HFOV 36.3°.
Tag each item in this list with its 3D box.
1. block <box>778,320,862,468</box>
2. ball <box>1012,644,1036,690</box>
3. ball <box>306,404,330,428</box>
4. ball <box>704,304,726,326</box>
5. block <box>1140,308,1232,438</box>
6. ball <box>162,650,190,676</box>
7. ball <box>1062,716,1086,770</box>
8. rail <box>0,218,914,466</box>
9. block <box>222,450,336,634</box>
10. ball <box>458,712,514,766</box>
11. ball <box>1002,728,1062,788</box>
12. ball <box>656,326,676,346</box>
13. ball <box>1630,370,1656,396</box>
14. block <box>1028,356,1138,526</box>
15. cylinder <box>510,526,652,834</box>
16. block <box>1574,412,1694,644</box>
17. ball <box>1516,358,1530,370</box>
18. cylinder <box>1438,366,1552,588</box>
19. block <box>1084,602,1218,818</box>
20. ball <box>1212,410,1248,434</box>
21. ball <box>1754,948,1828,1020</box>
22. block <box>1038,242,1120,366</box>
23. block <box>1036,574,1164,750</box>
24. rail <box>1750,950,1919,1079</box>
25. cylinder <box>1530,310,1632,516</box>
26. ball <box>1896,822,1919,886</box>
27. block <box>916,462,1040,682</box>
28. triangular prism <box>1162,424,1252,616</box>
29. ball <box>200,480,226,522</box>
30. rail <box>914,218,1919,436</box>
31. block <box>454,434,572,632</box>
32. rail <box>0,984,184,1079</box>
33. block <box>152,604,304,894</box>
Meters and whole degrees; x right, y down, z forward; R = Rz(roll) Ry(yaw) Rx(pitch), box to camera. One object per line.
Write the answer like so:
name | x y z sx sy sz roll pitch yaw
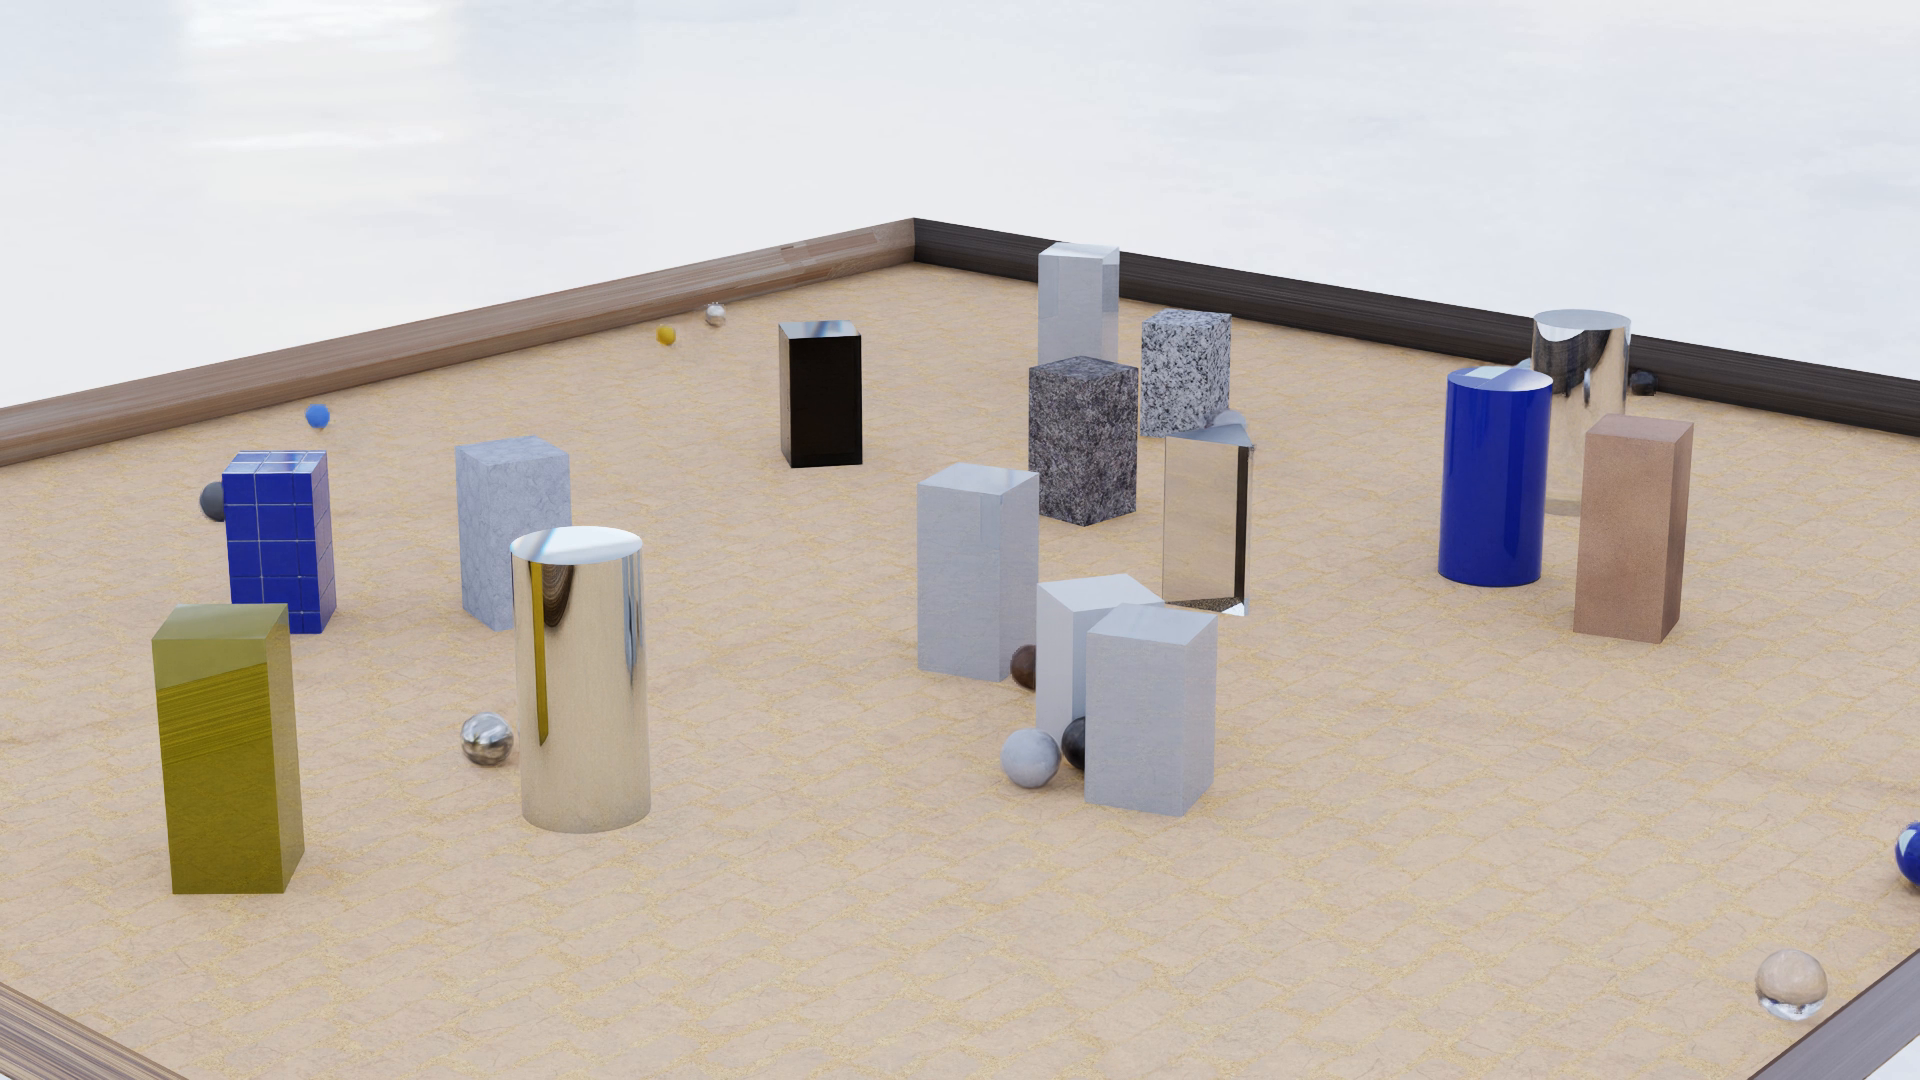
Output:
block | -0.283 -0.297 5.947 0.146 0.268 0.146 -3 17 -11
ball | 0.117 0.201 4.643 0.070 0.070 0.070 0 17 0
ball | -1.358 -0.261 6.201 0.051 0.051 0.051 0 17 0
ball | -0.596 -0.547 7.144 0.052 0.052 0.052 0 17 0
block | 0.474 -0.346 6.152 0.146 0.243 0.146 7 18 22
ball | -1.258 0.197 4.704 0.043 0.043 0.043 0 17 0
ball | 0.189 0.299 4.303 0.081 0.081 0.081 0 17 0
rail | -1.488 -0.345 6.358 0.045 0.119 4.214 14 22 39
block | -1.144 0.003 4.936 0.146 0.279 0.146 0 17 -2
ball | -0.698 0.293 4.321 0.081 0.081 0.081 0 17 0
ball | 0.103 0.314 4.240 0.087 0.087 0.087 0 17 0
ball | -0.696 -0.484 6.948 0.046 0.046 0.046 0 17 0
ball | 1.507 -0.346 6.472 0.058 0.058 0.058 0 17 0
block | 0.233 -0.190 5.567 0.146 0.282 0.146 16 23 43
cylinder | -0.530 0.195 4.109 0.183 0.392 0.183 0 17 0
block | 1.125 -0.021 4.900 0.146 0.345 0.146 8 19 24
ball | 1.264 -0.363 6.489 0.079 0.079 0.079 0 17 0
cylinder | 0.945 -0.113 5.186 0.183 0.356 0.183 0 17 0
block | 0.273 0.241 4.189 0.146 0.257 0.146 7 18 22
ball | 0.559 -0.233 6.075 0.072 0.072 0.072 0 17 0
ball | 0.997 0.534 3.518 0.085 0.085 0.085 0 17 0
block | 0.265 -0.499 6.553 0.146 0.302 0.146 5 18 17
block | 0.209 0.188 4.408 0.146 0.231 0.146 -6 18 -19
rail | 1.488 0.404 3.885 0.045 0.119 4.214 14 22 39
cylinder | 1.179 -0.244 5.607 0.183 0.363 0.183 0 17 0
ball | 1.290 0.417 3.894 0.090 0.090 0.090 0 17 0
block | 0.030 0.050 4.724 0.146 0.311 0.146 8 19 25
triangular prism | 0.451 -0.042 5.051 0.158 0.298 0.137 9 19 26
ball | -1.397 -0.074 5.540 0.076 0.076 0.076 0 17 0
rail | 1.366 -0.426 6.627 3.990 0.119 0.045 14 22 39
block | -0.754 -0.013 4.971 0.146 0.289 0.146 -10 19 -29
rail | -1.366 0.486 3.616 3.990 0.119 0.045 14 22 39
block | -0.970 0.277 3.899 0.146 0.356 0.146 0 17 -1
